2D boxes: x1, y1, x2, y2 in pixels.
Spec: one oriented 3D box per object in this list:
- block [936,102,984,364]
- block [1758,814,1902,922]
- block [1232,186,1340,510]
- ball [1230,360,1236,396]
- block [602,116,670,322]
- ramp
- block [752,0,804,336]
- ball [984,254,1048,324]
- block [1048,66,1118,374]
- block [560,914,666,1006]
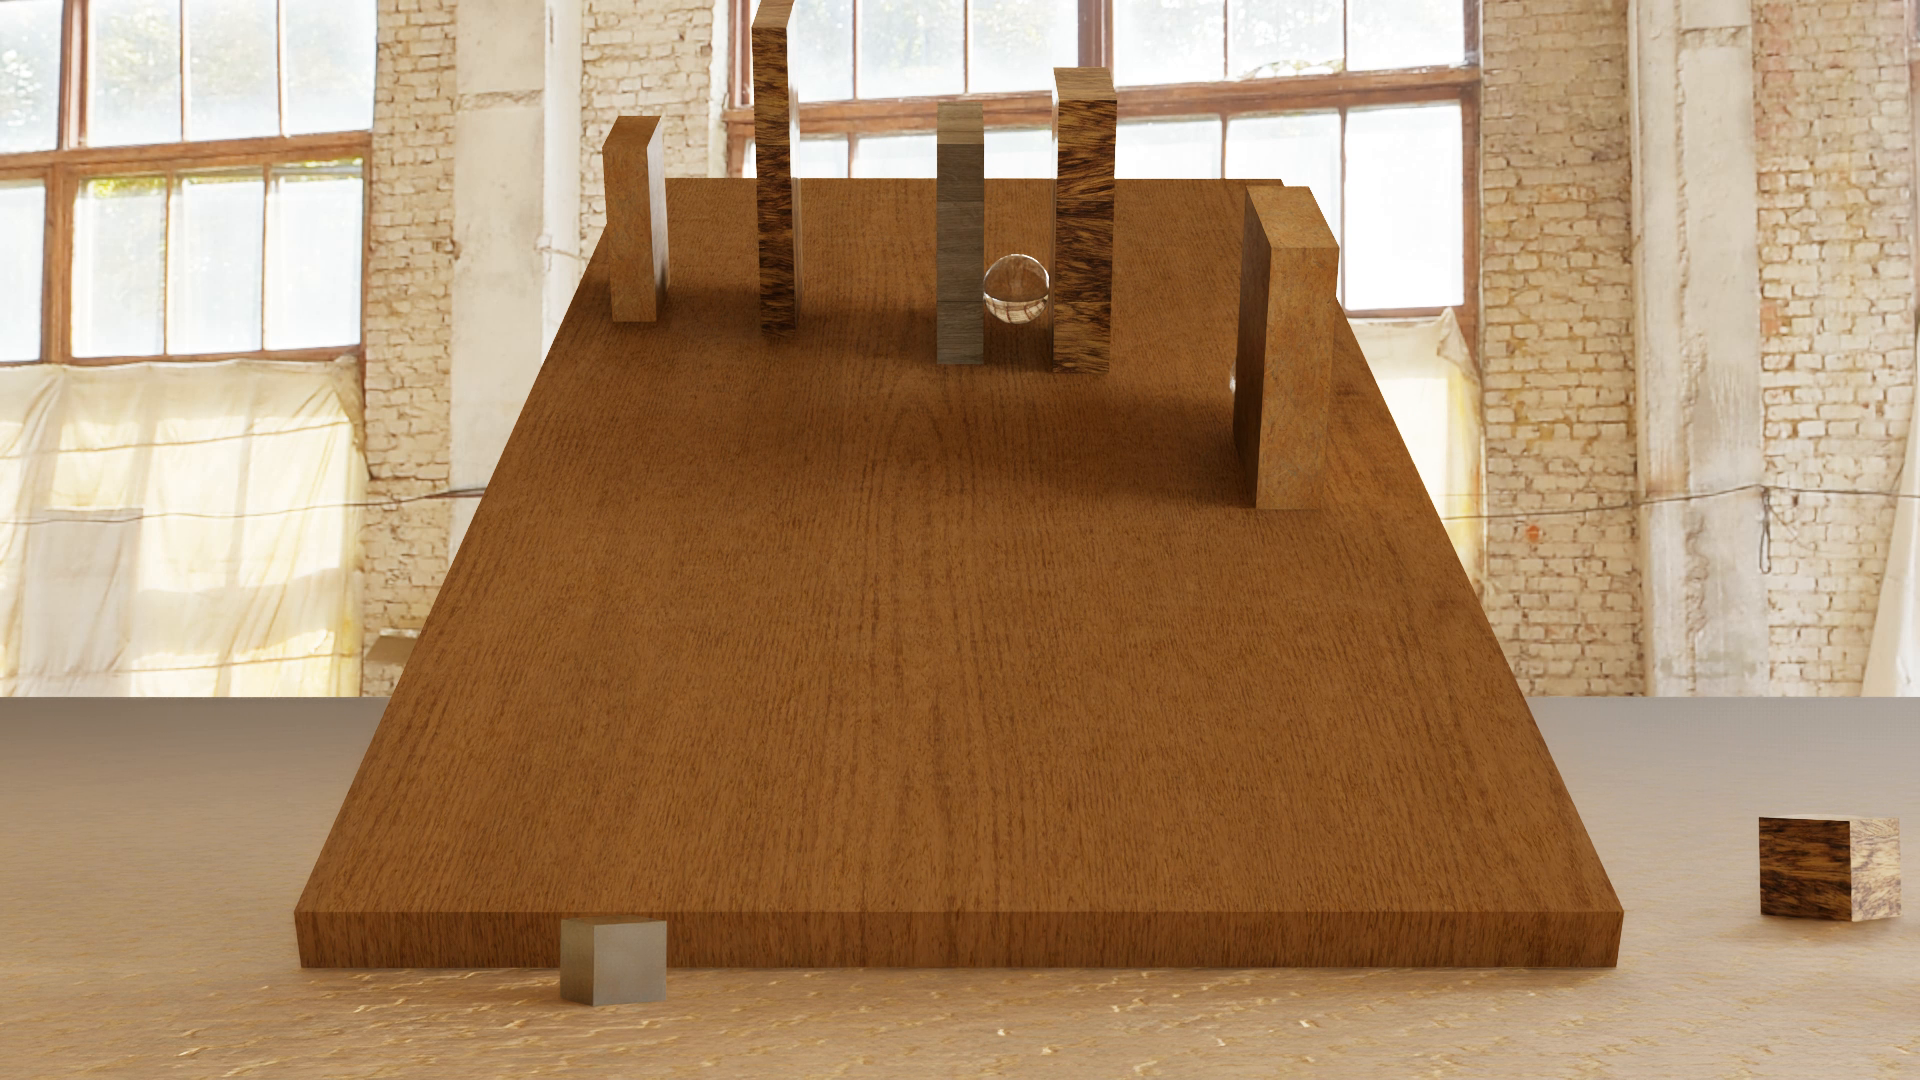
[{"bbox_3d":[0.000,-0.756,5.726,0.112,0.545,0.396,0,25,0],"label":"block"},{"bbox_3d":[1.632,0.612,4.383,0.182,0.182,0.182,3,-5,-41],"label":"block"},{"bbox_3d":[0.685,-0.414,4.956,0.136,0.567,0.441,0,25,0],"label":"block"},{"bbox_3d":[0.704,-0.366,5.318,0.178,0.178,0.178,0,-4,0],"label":"ball"},{"bbox_3d":[-0.827,-0.826,5.985,0.111,0.452,0.314,0,25,0],"label":"block"},{"bbox_3d":[-0.009,-0.229,5.349,2.000,0.100,4.000,0,25,0],"label":"ramp"},{"bbox_3d":[-0.453,-0.935,5.840,0.084,0.772,0.364,0,25,0],"label":"block"},{"bbox_3d":[0.143,-0.632,5.898,0.177,0.177,0.177,0,-4,0],"label":"ball"},{"bbox_3d":[0.290,-0.769,5.613,0.134,0.664,0.326,0,25,0],"label":"block"},{"bbox_3d":[-0.473,0.572,3.185,0.107,0.107,0.107,2,-4,-34],"label":"block"}]
